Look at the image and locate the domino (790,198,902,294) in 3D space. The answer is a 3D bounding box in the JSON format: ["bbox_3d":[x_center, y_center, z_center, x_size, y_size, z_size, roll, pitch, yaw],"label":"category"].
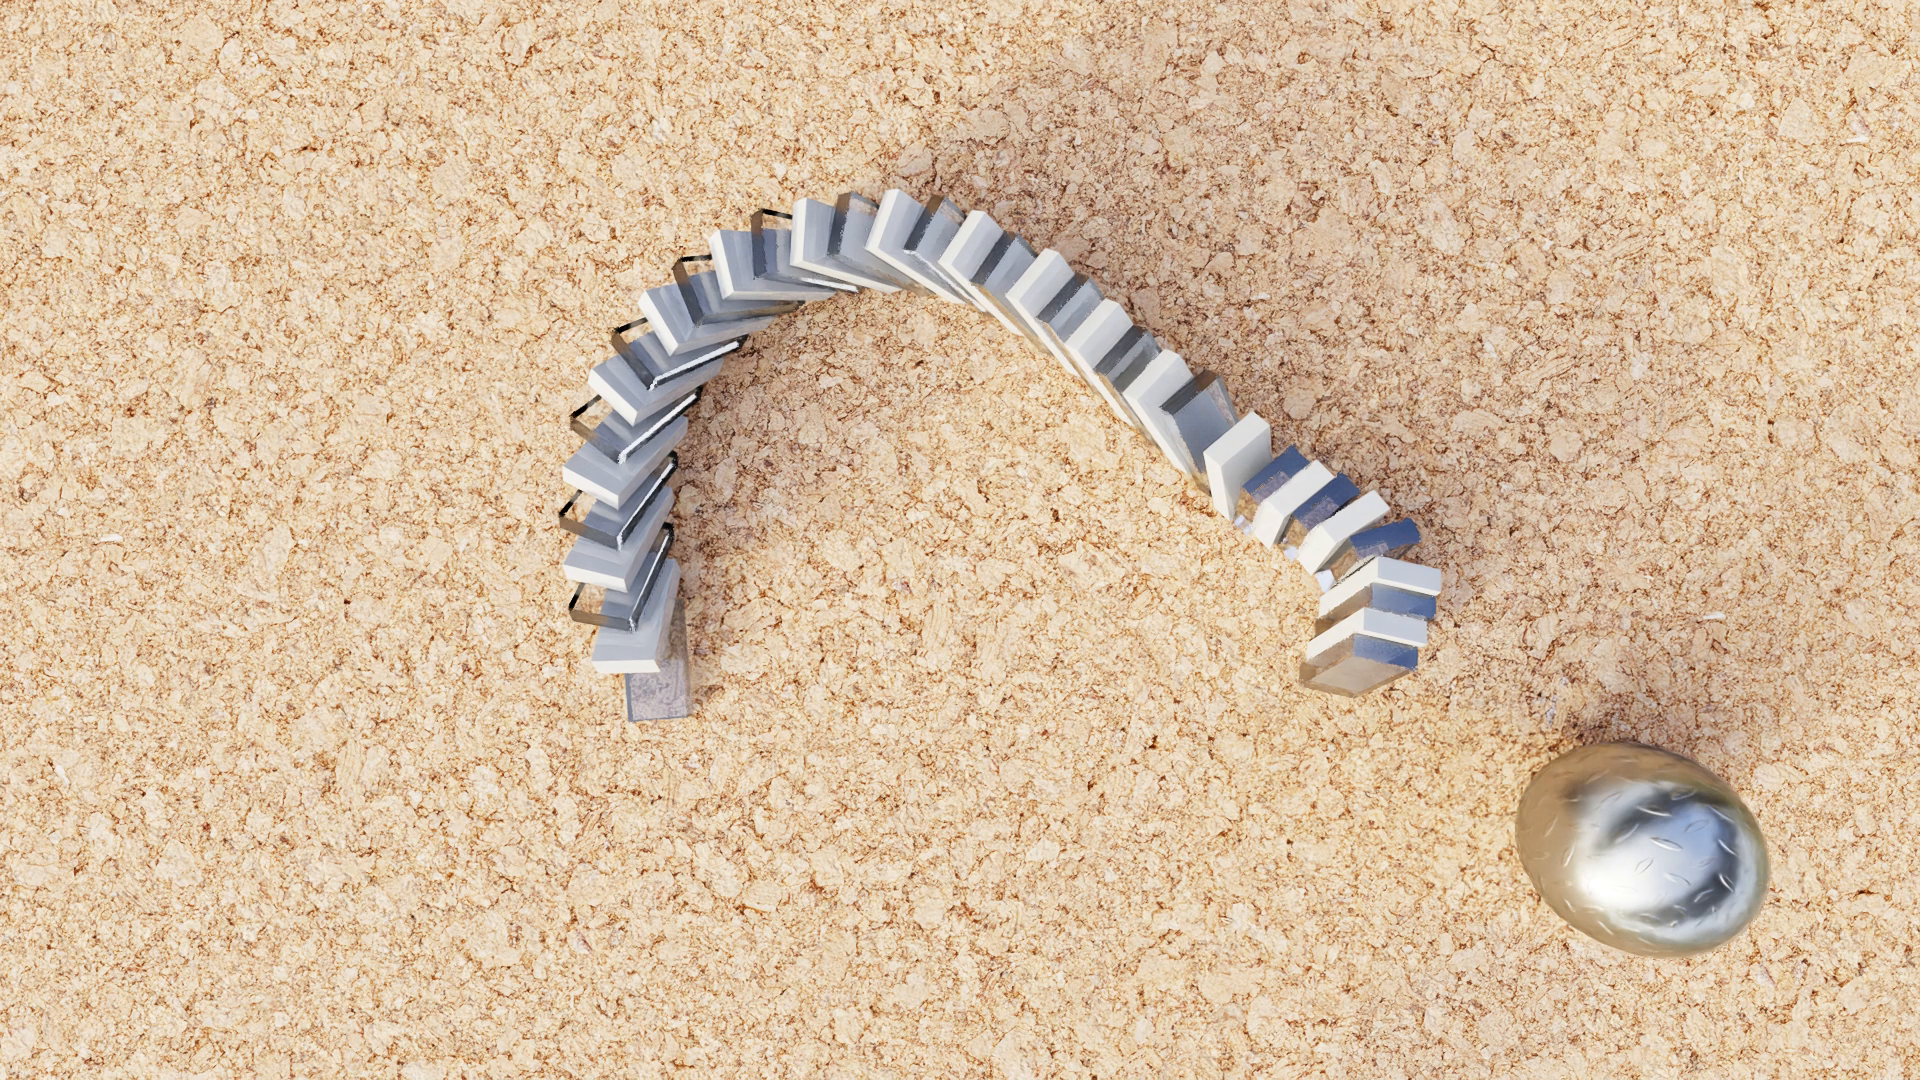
[{"bbox_3d":[-0.046,-0.121,0.380,0.050,0.010,0.025,4,90,-42],"label":"domino"}]

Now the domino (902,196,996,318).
[{"bbox_3d":[0.002,-0.117,0.380,0.050,0.009,0.025,29,89,-41],"label":"domino"}]

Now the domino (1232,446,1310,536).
[{"bbox_3d":[0.126,-0.019,0.375,0.025,0.050,0.009,-39,71,0],"label":"domino"}]

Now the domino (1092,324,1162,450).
[{"bbox_3d":[0.078,-0.063,0.381,0.025,0.010,0.050,-48,129,0],"label":"domino"}]

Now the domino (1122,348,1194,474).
[{"bbox_3d":[0.090,-0.053,0.381,0.025,0.009,0.050,-46,129,0],"label":"domino"}]

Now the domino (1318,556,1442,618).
[{"bbox_3d":[0.171,0.022,0.375,0.025,0.050,0.009,13,67,0],"label":"domino"}]

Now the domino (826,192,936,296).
[{"bbox_3d":[-0.030,-0.122,0.380,0.050,0.009,0.025,11,90,-42],"label":"domino"}]

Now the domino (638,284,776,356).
[{"bbox_3d":[-0.104,-0.095,0.380,0.050,0.009,0.025,-31,90,-42],"label":"domino"}]

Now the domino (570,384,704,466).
[{"bbox_3d":[-0.134,-0.055,0.381,0.025,0.010,0.050,37,52,0],"label":"domino"}]

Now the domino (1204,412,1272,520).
[{"bbox_3d":[0.115,-0.029,0.376,0.025,0.050,0.010,-40,59,-1],"label":"domino"}]

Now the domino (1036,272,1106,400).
[{"bbox_3d":[0.055,-0.084,0.380,0.025,0.009,0.050,-48,130,0],"label":"domino"}]

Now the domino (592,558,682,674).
[{"bbox_3d":[-0.134,0.031,0.381,0.025,0.009,0.050,-2,52,0],"label":"domino"}]

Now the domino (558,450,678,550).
[{"bbox_3d":[-0.141,-0.021,0.381,0.025,0.009,0.050,22,52,0],"label":"domino"}]

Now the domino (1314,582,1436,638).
[{"bbox_3d":[0.169,0.033,0.375,0.025,0.050,0.010,13,67,0],"label":"domino"}]

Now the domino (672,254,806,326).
[{"bbox_3d":[-0.091,-0.105,0.380,0.050,0.010,0.025,-22,90,-43],"label":"domino"}]

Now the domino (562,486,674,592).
[{"bbox_3d":[-0.141,-0.004,0.381,0.025,0.010,0.050,14,51,0],"label":"domino"}]

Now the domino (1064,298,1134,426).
[{"bbox_3d":[0.067,-0.073,0.381,0.025,0.010,0.050,-48,129,0],"label":"domino"}]

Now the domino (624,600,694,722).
[{"bbox_3d":[-0.131,0.052,0.395,0.025,0.009,0.050,-5,90,0],"label":"domino"}]

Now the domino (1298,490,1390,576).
[{"bbox_3d":[0.156,-0.002,0.375,0.025,0.050,0.009,-33,71,0],"label":"domino"}]

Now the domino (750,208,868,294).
[{"bbox_3d":[-0.061,-0.119,0.380,0.050,0.009,0.025,-4,90,-42],"label":"domino"}]

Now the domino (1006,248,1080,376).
[{"bbox_3d":[0.043,-0.093,0.380,0.025,0.010,0.050,-50,130,0],"label":"domino"}]

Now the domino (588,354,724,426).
[{"bbox_3d":[-0.125,-0.070,0.380,0.025,0.009,0.050,44,49,0],"label":"domino"}]

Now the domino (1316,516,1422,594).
[{"bbox_3d":[0.166,0.007,0.375,0.025,0.050,0.010,-17,70,0],"label":"domino"}]

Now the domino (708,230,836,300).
[{"bbox_3d":[-0.077,-0.113,0.380,0.050,0.009,0.025,-13,90,-42],"label":"domino"}]

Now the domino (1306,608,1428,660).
[{"bbox_3d":[0.165,0.042,0.375,0.025,0.050,0.010,13,67,0],"label":"domino"}]

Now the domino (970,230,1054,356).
[{"bbox_3d":[0.029,-0.101,0.380,0.050,0.009,0.025,35,90,-40],"label":"domino"}]

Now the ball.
[{"bbox_3d":[0.265,0.120,0.360,0.080,0.080,0.080,0,90,0],"label":"ball"}]

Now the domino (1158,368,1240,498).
[{"bbox_3d":[0.103,-0.043,0.380,0.025,0.009,0.050,-39,128,-2],"label":"domino"}]

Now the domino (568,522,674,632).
[{"bbox_3d":[-0.140,0.013,0.381,0.025,0.009,0.050,10,51,0],"label":"domino"}]

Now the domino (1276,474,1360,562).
[{"bbox_3d":[0.145,-0.008,0.375,0.025,0.050,0.009,-39,71,0],"label":"domino"}]

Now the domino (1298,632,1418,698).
[{"bbox_3d":[0.162,0.052,0.375,0.025,0.050,0.010,13,67,0],"label":"domino"}]

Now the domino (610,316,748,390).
[{"bbox_3d":[-0.116,-0.083,0.380,0.025,0.009,0.050,51,49,0],"label":"domino"}]

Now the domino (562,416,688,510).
[{"bbox_3d":[-0.138,-0.038,0.381,0.025,0.010,0.050,28,52,0],"label":"domino"}]

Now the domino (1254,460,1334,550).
[{"bbox_3d":[0.136,-0.013,0.375,0.025,0.050,0.009,-39,71,0],"label":"domino"}]

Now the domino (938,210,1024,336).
[{"bbox_3d":[0.016,-0.110,0.380,0.050,0.010,0.025,34,89,-41],"label":"domino"}]

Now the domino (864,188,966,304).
[{"bbox_3d":[-0.014,-0.121,0.380,0.050,0.010,0.025,21,89,-41],"label":"domino"}]
